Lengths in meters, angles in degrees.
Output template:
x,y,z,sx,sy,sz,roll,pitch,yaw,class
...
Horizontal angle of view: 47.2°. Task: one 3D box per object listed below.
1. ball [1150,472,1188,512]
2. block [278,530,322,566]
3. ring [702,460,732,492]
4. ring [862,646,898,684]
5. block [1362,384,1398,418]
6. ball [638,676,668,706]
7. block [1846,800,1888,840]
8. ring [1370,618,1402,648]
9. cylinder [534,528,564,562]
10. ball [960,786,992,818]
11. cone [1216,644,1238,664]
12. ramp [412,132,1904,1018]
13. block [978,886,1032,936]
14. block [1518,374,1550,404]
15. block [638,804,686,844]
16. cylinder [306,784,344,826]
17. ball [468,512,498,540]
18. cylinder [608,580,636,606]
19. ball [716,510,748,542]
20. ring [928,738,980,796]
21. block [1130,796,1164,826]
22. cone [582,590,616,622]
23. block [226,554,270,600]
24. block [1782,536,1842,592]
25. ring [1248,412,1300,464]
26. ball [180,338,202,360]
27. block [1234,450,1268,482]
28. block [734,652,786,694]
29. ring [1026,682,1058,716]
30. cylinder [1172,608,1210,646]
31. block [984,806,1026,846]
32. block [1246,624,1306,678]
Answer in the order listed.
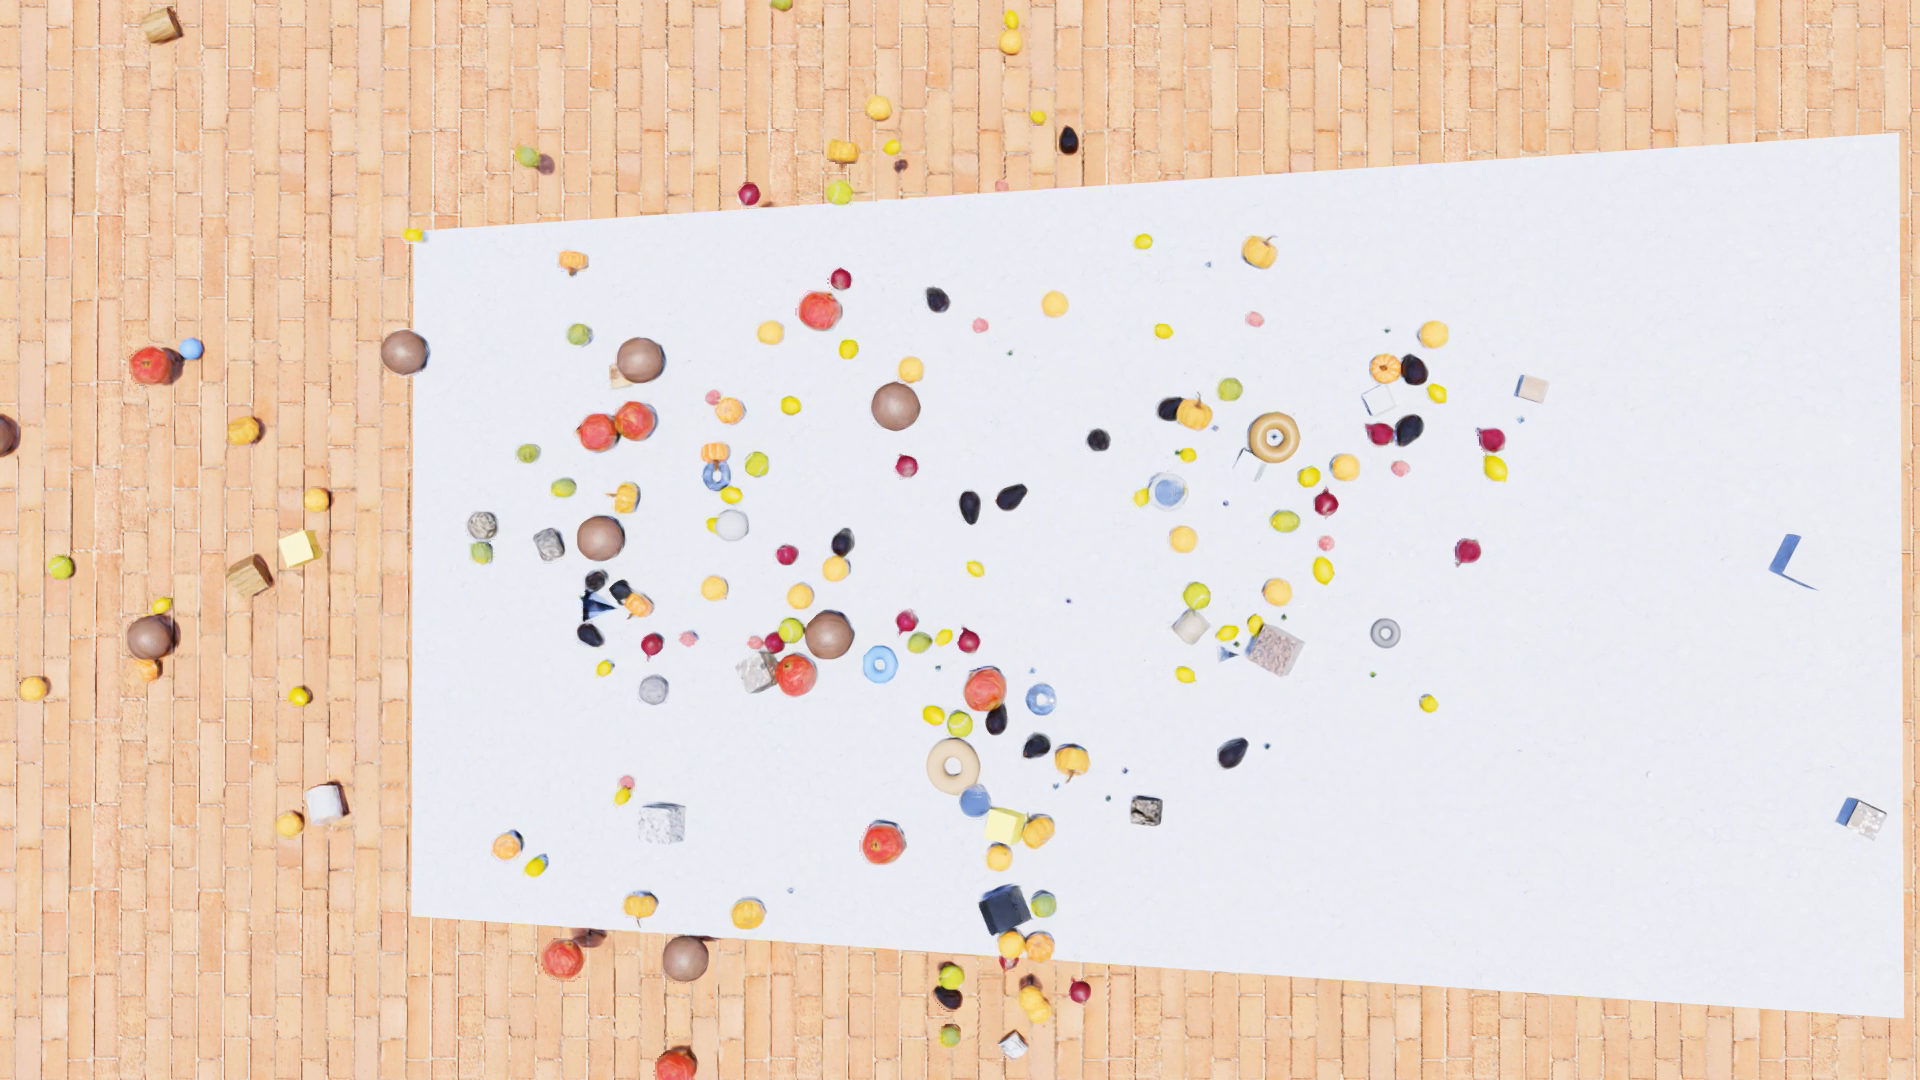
x,y,z,sx,sy,sz,roll,pitch,yaw,class
0.520,-0.119,5.475,0.098,0.098,0.098,0,89,0,ball
-1.941,0.026,6.475,0.083,0.083,0.083,-20,89,2,block
-0.669,-0.177,6.048,0.088,0.029,0.088,-1,88,18,ring
-0.214,0.333,5.861,0.102,0.034,0.102,0,91,22,ring
1.028,-0.340,5.372,0.057,0.057,0.057,-27,80,19,block
-0.848,0.417,6.083,0.081,0.081,0.081,0,89,0,ball
2.044,0.631,4.958,0.065,0.065,0.065,27,99,20,block
1.042,0.229,5.377,0.075,0.025,0.075,0,90,20,ring
-1.159,0.014,6.200,0.069,0.069,0.069,-18,116,0,cylinder
0.039,0.682,5.731,0.084,0.084,0.084,0,89,0,ball
0.675,0.288,5.520,0.050,0.050,0.050,1,89,-5,cone
0.282,0.087,5.742,4.000,0.100,2.000,0,89,21,ramp
0.118,0.961,5.693,0.090,0.090,0.090,-25,80,19,block
1.369,-0.360,5.241,0.054,0.054,0.054,20,96,20,block
-0.821,0.783,6.059,0.096,0.096,0.096,2,90,21,block
-1.863,0.777,6.447,0.092,0.092,0.092,-18,74,0,cylinder
-1.366,-0.041,6.289,0.084,0.084,0.084,0,89,0,ball
-0.943,0.147,6.137,0.053,0.053,0.053,-40,73,0,cylinder
-0.623,-0.039,5.996,0.090,0.090,0.090,0,89,0,ball
-0.018,0.596,5.773,0.149,0.050,0.149,0,90,21,ring
0.474,0.687,5.572,0.064,0.064,0.064,6,91,21,block
-1.007,0.187,6.168,0.095,0.095,0.095,6,89,-5,cone
-2.089,0.107,6.461,0.084,0.084,0.084,-28,114,0,block
1.936,0.054,4.992,0.095,0.095,0.095,28,99,19,block
0.780,-0.254,5.457,0.130,0.043,0.130,-1,97,-4,ring
-2.271,-0.565,6.493,0.065,0.065,0.065,0,89,0,ball
0.726,-0.185,5.487,0.058,0.058,0.058,31,102,19,block
-0.542,0.360,5.962,0.084,0.084,0.084,-30,79,18,block
0.210,0.413,5.697,0.087,0.029,0.087,-1,88,20,ring
0.583,0.219,5.532,0.069,0.069,0.069,40,104,0,cylinder
0.116,0.742,5.705,0.075,0.075,0.075,14,94,21,block
0.783,0.274,5.440,0.094,0.094,0.094,29,99,19,block
